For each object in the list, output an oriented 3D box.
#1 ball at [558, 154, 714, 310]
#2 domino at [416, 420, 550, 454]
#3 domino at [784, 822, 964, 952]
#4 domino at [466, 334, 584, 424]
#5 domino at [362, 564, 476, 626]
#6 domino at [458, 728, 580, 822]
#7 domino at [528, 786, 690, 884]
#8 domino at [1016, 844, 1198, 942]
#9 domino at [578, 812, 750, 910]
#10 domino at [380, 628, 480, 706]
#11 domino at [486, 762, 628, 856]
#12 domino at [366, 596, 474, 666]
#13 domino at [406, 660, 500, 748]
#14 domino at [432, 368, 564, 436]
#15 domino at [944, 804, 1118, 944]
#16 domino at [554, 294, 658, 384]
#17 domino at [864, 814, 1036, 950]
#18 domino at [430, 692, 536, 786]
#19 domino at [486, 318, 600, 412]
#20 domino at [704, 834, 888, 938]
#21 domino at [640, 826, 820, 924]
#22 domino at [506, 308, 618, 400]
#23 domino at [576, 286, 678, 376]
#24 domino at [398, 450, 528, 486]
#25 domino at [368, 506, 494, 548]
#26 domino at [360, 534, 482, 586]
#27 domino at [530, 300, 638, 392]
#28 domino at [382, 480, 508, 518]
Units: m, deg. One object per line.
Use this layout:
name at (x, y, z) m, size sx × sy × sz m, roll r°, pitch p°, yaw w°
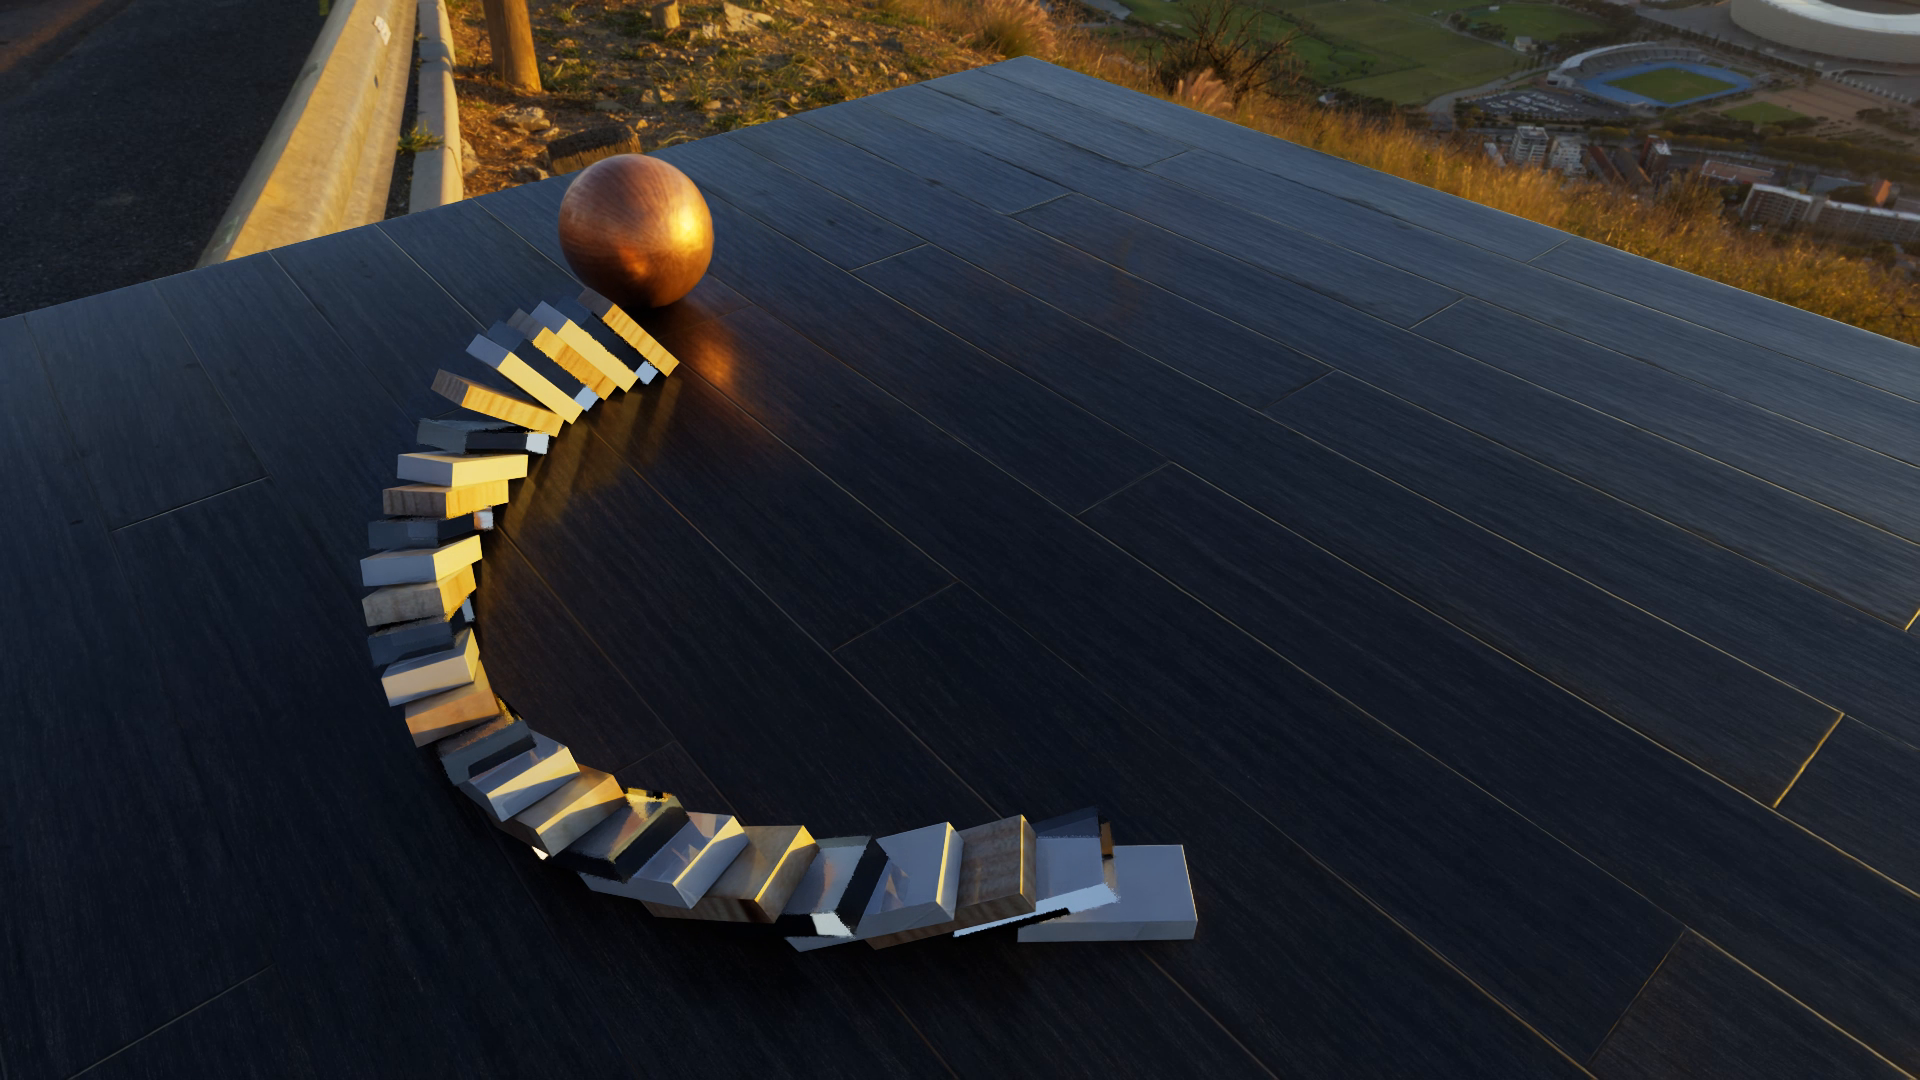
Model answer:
ball at (-0.172, -0.164, 0.588) m, size 0.080 × 0.080 × 0.080 m, roll 0°, pitch 39°, yaw 0°
domino at (-0.206, -0.044, 0.478) m, size 0.025 × 0.009 × 0.050 m, roll 14°, pitch 9°, yaw 17°
domino at (-0.024, 0.097, 0.307) m, size 0.050 × 0.010 × 0.025 m, roll -20°, pitch 34°, yaw 22°
domino at (-0.198, -0.073, 0.503) m, size 0.025 × 0.050 × 0.010 m, roll 28°, pitch 80°, yaw 30°
domino at (-0.196, 0.020, 0.401) m, size 0.025 × 0.009 × 0.050 m, roll -9°, pitch 10°, yaw -11°
domino at (-0.138, 0.071, 0.338) m, size 0.025 × 0.010 × 0.050 m, roll -31°, pitch 18°, yaw -32°
domino at (-0.104, 0.085, 0.322) m, size 0.050 × 0.010 × 0.025 m, roll -7°, pitch 28°, yaw 43°
domino at (0.041, 0.102, 0.319) m, size 0.050 × 0.010 × 0.025 m, roll -1°, pitch 39°, yaw -1°
domino at (-0.086, 0.090, 0.315) m, size 0.050 × 0.009 × 0.025 m, roll -8°, pitch 28°, yaw 41°
domino at (-0.178, 0.042, 0.373) m, size 0.025 × 0.010 × 0.050 m, roll -17°, pitch 12°, yaw -19°
domino at (-0.122, 0.078, 0.329) m, size 0.025 × 0.010 × 0.050 m, roll -35°, pitch 21°, yaw -35°
domino at (-0.188, 0.031, 0.386) m, size 0.025 × 0.010 × 0.050 m, roll -13°, pitch 11°, yaw -15°
domino at (-0.167, 0.053, 0.360) m, size 0.025 × 0.009 × 0.050 m, roll -21°, pitch 13°, yaw -24°
domino at (-0.206, -0.061, 0.492) m, size 0.025 × 0.009 × 0.050 m, roll 26°, pitch 3°, yaw 32°
domino at (0.018, 0.094, 0.310) m, size 0.050 × 0.010 × 0.025 m, roll -22°, pitch 37°, yaw 18°
domino at (-0.170, -0.097, 0.532) m, size 0.025 × 0.050 × 0.010 m, roll 33°, pitch 82°, yaw 34°
domino at (-0.003, 0.096, 0.309) m, size 0.050 × 0.010 × 0.025 m, roll -20°, pitch 35°, yaw 19°
domino at (-0.153, 0.062, 0.349) m, size 0.025 × 0.009 × 0.050 m, roll -26°, pitch 15°, yaw -28°
domino at (-0.194, -0.081, 0.513) m, size 0.025 × 0.050 × 0.009 m, roll 33°, pitch 82°, yaw 34°
domino at (-0.046, 0.097, 0.306) m, size 0.050 × 0.009 × 0.025 m, roll -14°, pitch 30°, yaw 33°
domino at (-0.066, 0.094, 0.310) m, size 0.050 × 0.009 × 0.025 m, roll -12°, pitch 30°, yaw 36°
domino at (-0.188, -0.087, 0.520) m, size 0.025 × 0.050 × 0.009 m, roll 33°, pitch 82°, yaw 34°
domino at (-0.162, -0.101, 0.538) m, size 0.025 × 0.050 × 0.009 m, roll 33°, pitch 82°, yaw 34°
domino at (-0.208, -0.031, 0.462) m, size 0.025 × 0.010 × 0.050 m, roll 9°, pitch 10°, yaw 11°
domino at (-0.206, -0.005, 0.431) m, size 0.025 × 0.009 × 0.050 m, roll 0°, pitch 9°, yaw 0°
domino at (-0.202, 0.007, 0.416) m, size 0.025 × 0.009 × 0.050 m, roll -4°, pitch 9°, yaw -5°
domino at (-0.179, -0.092, 0.526) m, size 0.025 × 0.050 × 0.010 m, roll 33°, pitch 82°, yaw 34°
domino at (-0.207, -0.018, 0.446) m, size 0.025 × 0.009 × 0.050 m, roll 3°, pitch 9°, yaw 3°
